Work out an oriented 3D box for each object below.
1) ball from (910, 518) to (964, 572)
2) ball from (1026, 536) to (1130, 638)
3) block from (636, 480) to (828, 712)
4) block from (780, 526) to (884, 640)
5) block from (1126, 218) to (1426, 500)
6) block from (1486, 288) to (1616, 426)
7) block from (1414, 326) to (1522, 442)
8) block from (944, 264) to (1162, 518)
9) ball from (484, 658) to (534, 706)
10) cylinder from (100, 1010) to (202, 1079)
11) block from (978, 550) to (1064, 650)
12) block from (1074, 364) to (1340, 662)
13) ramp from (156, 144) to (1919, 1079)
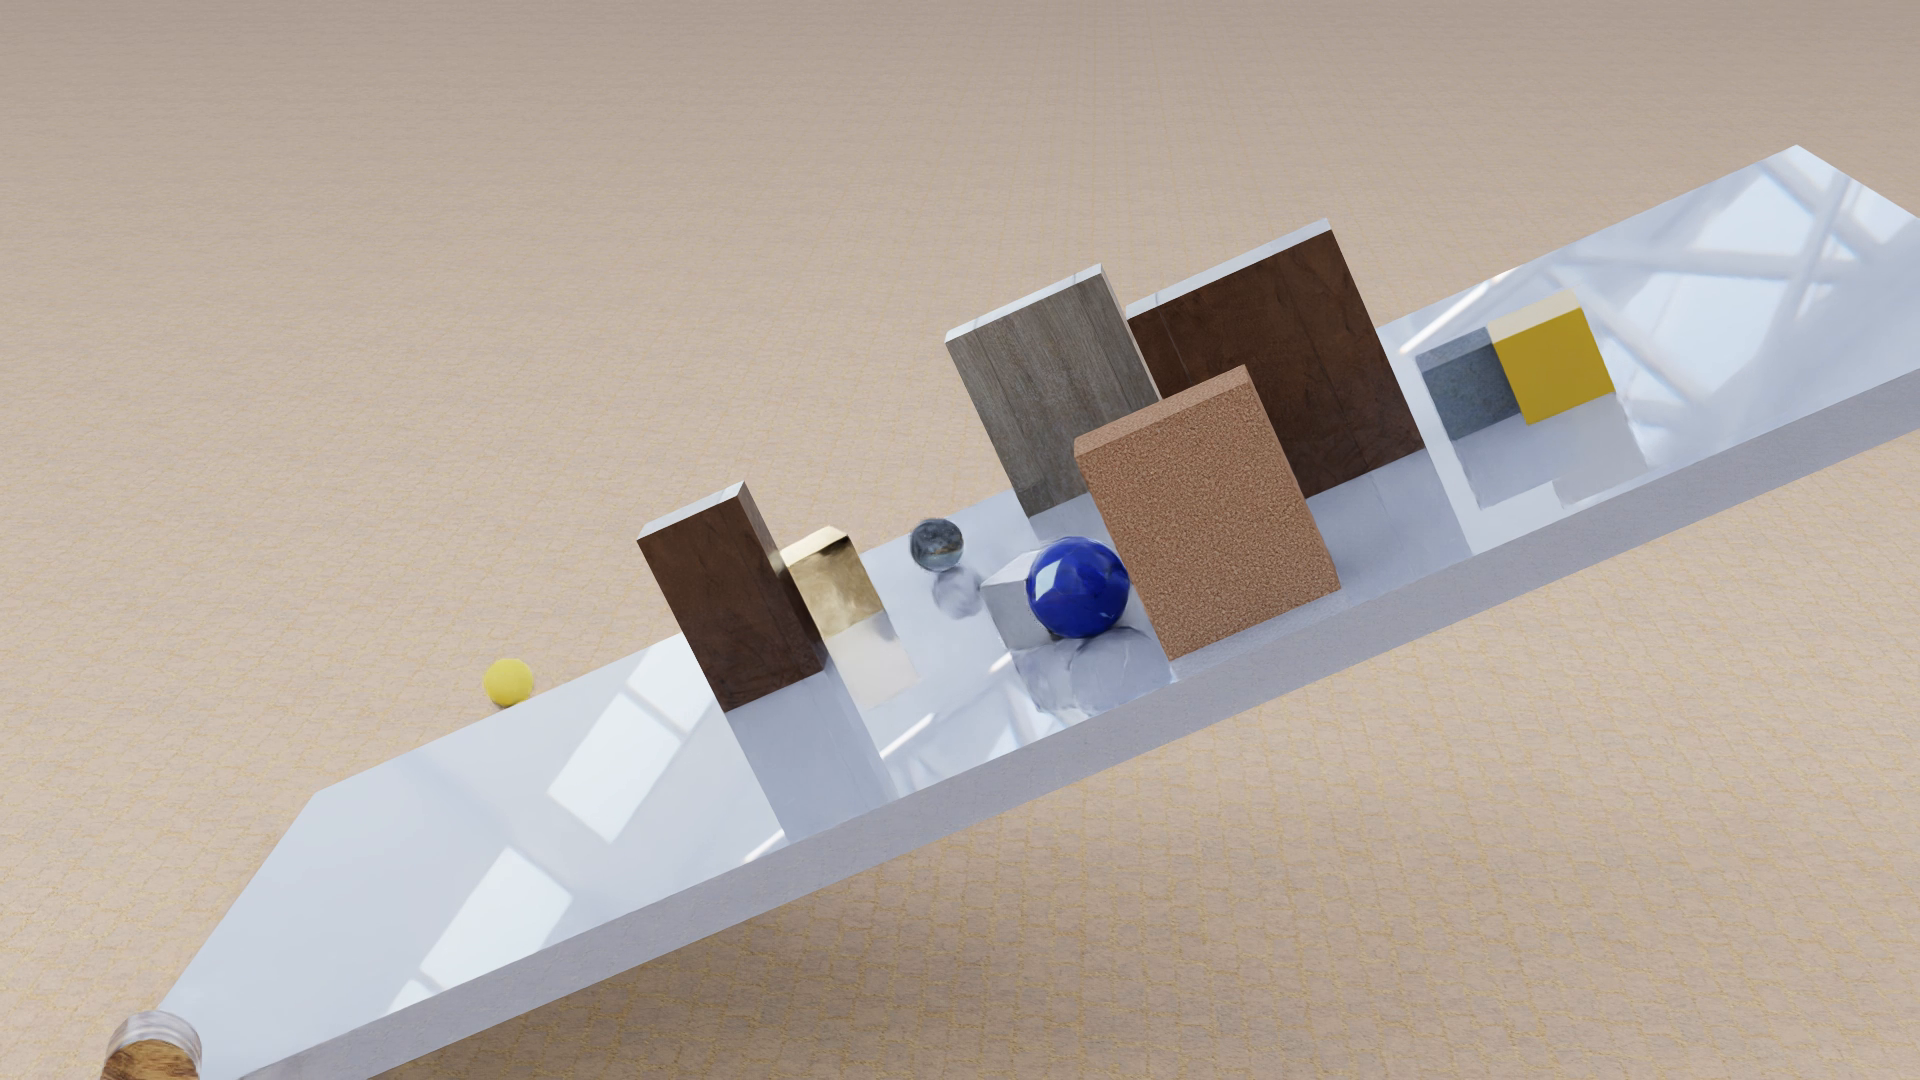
[{"bbox_3d":[-0.054,0.012,6.751,0.126,0.126,0.126,0,16,0],"label":"ball"},{"bbox_3d":[0.230,0.092,5.734,0.201,0.201,0.201,0,16,0],"label":"ball"},{"bbox_3d":[-0.496,0.125,6.453,0.244,0.432,0.133,-24,13,9],"label":"block"},{"bbox_3d":[-0.322,0.105,6.739,0.192,0.192,0.192,-28,13,-11],"label":"block"},{"bbox_3d":[0.641,-0.334,5.991,0.444,0.489,0.146,-24,13,9],"label":"block"},{"bbox_3d":[1.165,-0.363,5.806,0.181,0.181,0.181,-23,13,12],"label":"block"},{"bbox_3d":[1.026,-0.315,5.940,0.155,0.155,0.155,-23,13,10],"label":"block"},{"bbox_3d":[0.243,-0.348,6.858,0.394,0.460,0.129,-24,13,9],"label":"block"},{"bbox_3d":[-1.299,0.409,8.473,0.141,0.141,0.141,0,16,0],"label":"ball"},{"bbox_3d":[-1.518,0.995,5.525,0.177,0.177,0.177,-3,9,-12],"label":"cylinder"},{"bbox_3d":[0.158,0.116,5.898,0.146,0.146,0.146,-35,16,-37],"label":"block"},{"bbox_3d":[0.451,-0.050,5.381,0.340,0.422,0.149,-24,13,9],"label":"block"},{"bbox_3d":[0.134,0.169,6.283,4.000,0.100,2.000,-24,13,9],"label":"ramp"}]
